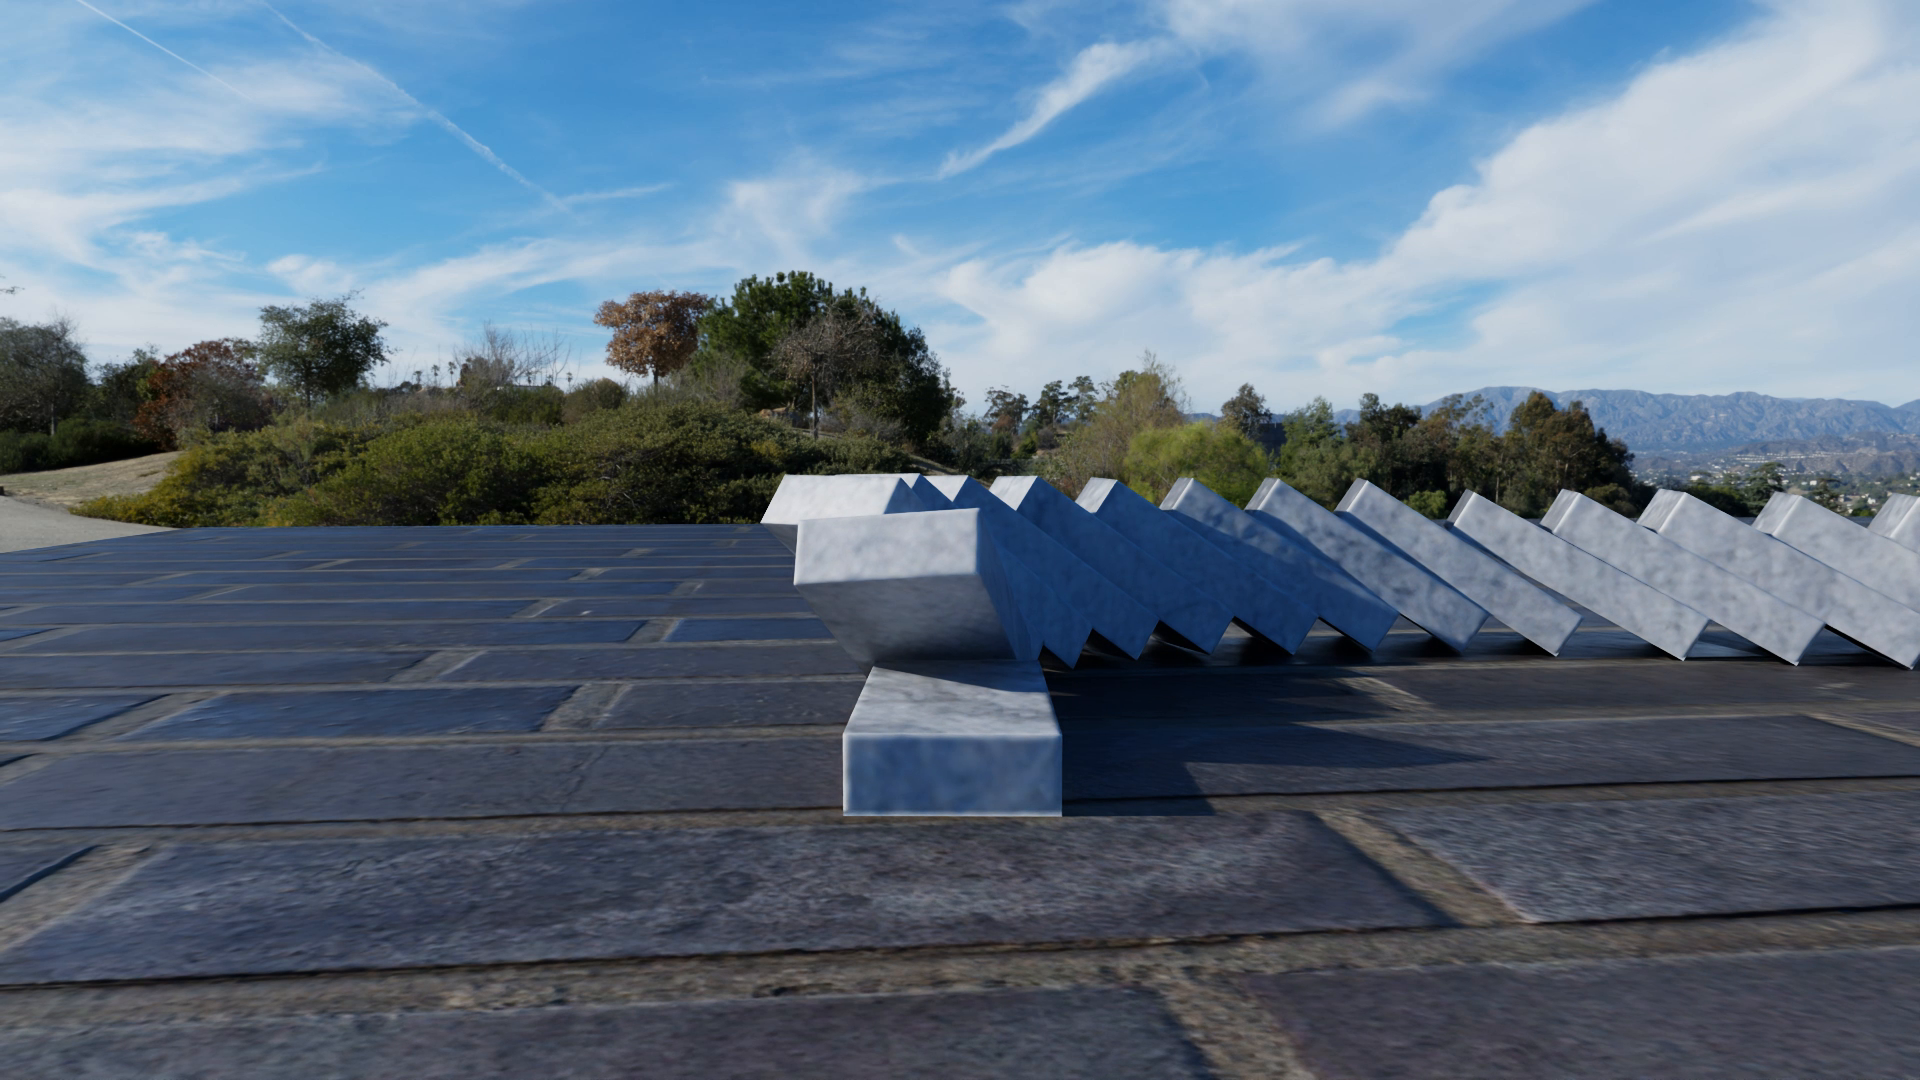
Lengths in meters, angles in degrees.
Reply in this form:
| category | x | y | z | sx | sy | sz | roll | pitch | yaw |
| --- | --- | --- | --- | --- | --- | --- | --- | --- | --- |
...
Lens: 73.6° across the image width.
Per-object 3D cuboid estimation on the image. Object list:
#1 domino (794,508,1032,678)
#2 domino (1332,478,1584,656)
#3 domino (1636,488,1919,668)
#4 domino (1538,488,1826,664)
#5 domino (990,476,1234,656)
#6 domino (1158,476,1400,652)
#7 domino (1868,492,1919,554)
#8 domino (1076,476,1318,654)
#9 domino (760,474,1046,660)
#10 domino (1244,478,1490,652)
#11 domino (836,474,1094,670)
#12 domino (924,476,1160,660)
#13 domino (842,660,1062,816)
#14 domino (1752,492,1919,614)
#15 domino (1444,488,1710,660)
| category | x | y | z | sx | sy | sz | roll | pitch | yaw |
| --- | --- | --- | --- | --- | --- | --- | --- | --- | --- |
| domino | -0.005 | 0.011 | 0.192 | 0.025 | 0.009 | 0.050 | -4 | -25 | 10 |
| domino | 0.104 | 0.005 | 0.272 | 0.050 | 0.009 | 0.025 | 34 | 10 | 8 |
| domino | 0.164 | 0.007 | 0.258 | 0.050 | 0.010 | 0.025 | 32 | 13 | 14 |
| domino | 0.146 | 0.006 | 0.263 | 0.050 | 0.010 | 0.025 | 31 | 13 | 13 |
| domino | 0.029 | 0.005 | 0.260 | 0.050 | 0.009 | 0.025 | 34 | -7 | -15 |
| domino | 0.066 | 0.004 | 0.272 | 0.050 | 0.009 | 0.025 | 33 | 5 | 1 |
| domino | 0.204 | 0.008 | 0.245 | 0.050 | 0.009 | 0.025 | 33 | 17 | 21 |
| domino | 0.048 | 0.005 | 0.268 | 0.050 | 0.009 | 0.025 | 33 | 0 | -7 |
| domino | -0.008 | 0.007 | 0.219 | 0.025 | 0.009 | 0.050 | 3 | -31 | 37 |
| domino | 0.085 | 0.004 | 0.273 | 0.050 | 0.010 | 0.025 | 33 | 7 | 4 |
| domino | -0.001 | 0.006 | 0.236 | 0.050 | 0.010 | 0.025 | 41 | -23 | -33 |
| domino | 0.012 | 0.005 | 0.251 | 0.050 | 0.010 | 0.025 | 36 | -13 | -23 |
| domino | -0.001 | 0.025 | 0.171 | 0.025 | 0.010 | 0.050 | 0 | 4 | 1 |
| domino | 0.185 | 0.007 | 0.252 | 0.050 | 0.010 | 0.025 | 32 | 15 | 18 |
| domino | 0.127 | 0.006 | 0.269 | 0.050 | 0.009 | 0.025 | 31 | 13 | 13 |
